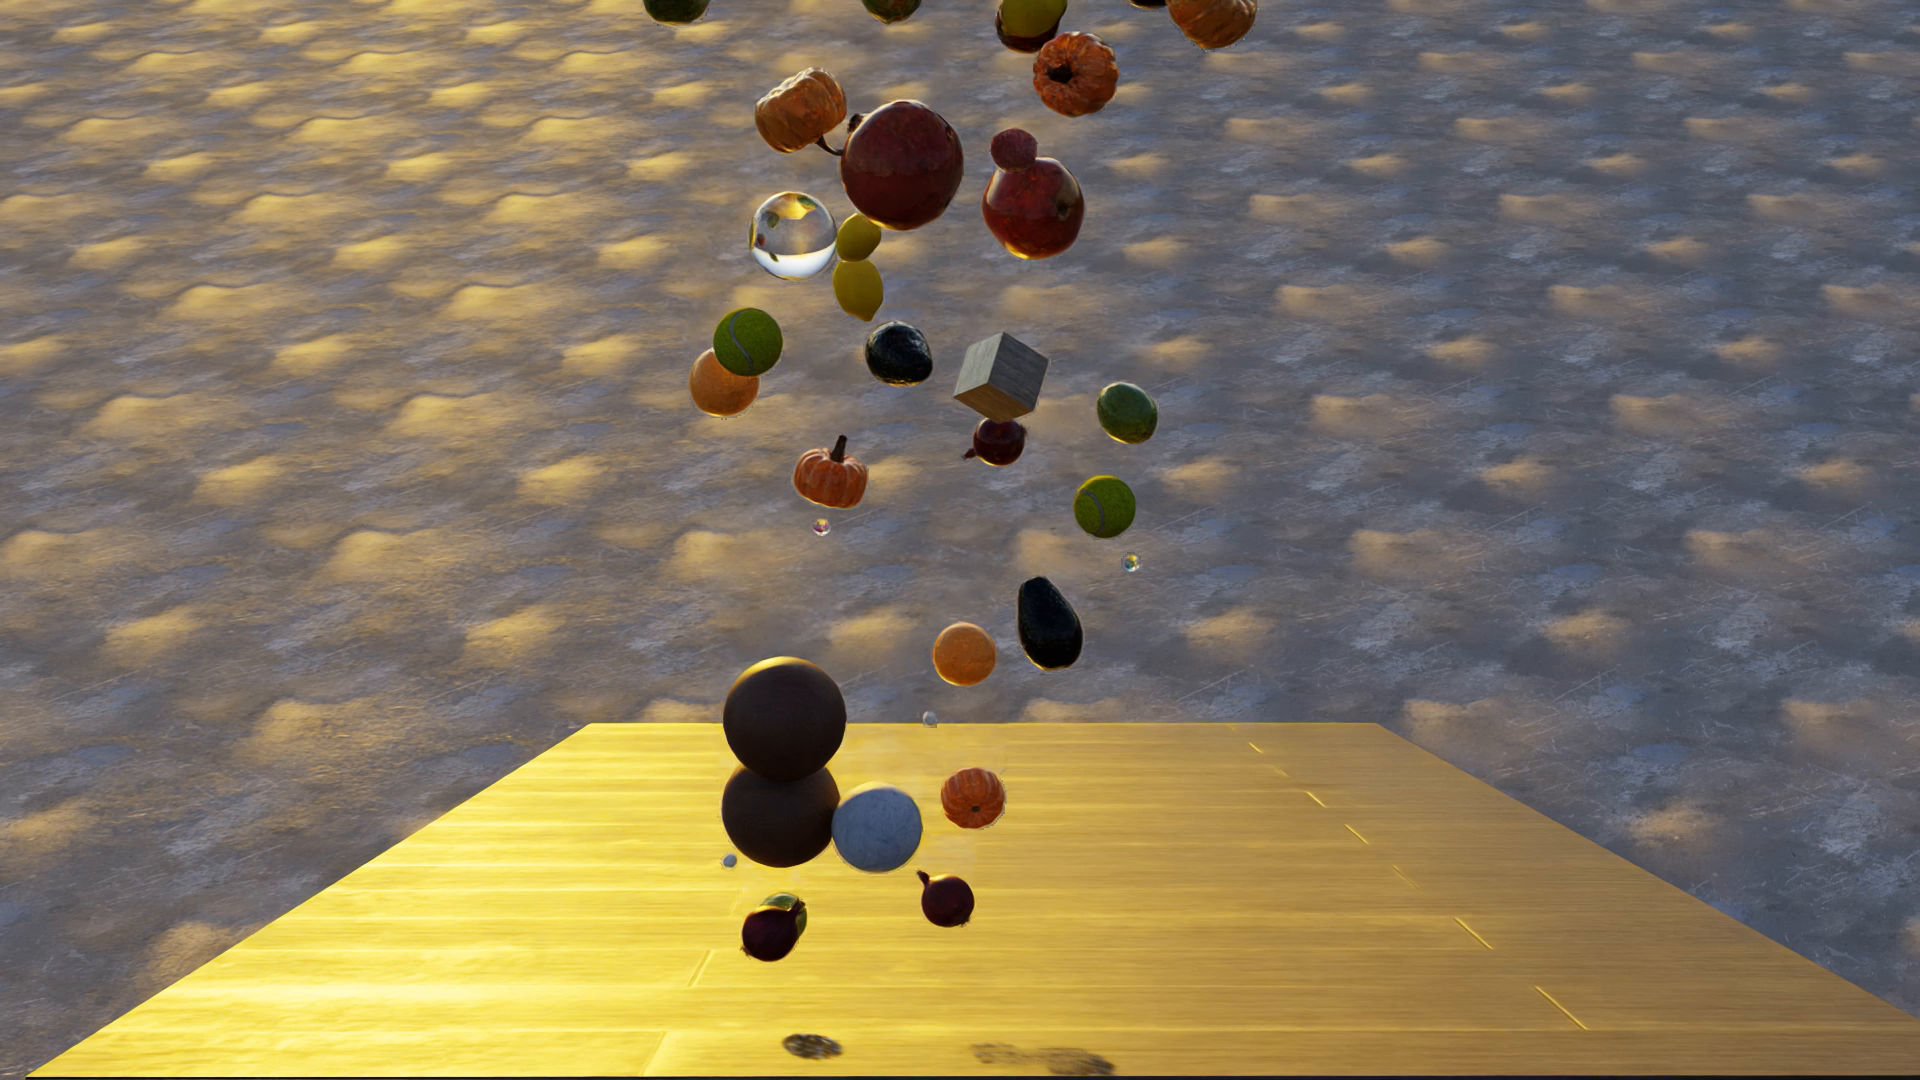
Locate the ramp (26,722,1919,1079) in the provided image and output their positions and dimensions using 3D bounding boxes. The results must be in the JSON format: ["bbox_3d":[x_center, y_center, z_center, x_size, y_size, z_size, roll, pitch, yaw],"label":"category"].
[{"bbox_3d":[0.061,0.552,4.589,2.000,0.100,4.000,0,1,0],"label":"ramp"}]

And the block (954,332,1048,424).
[{"bbox_3d":[0.044,-0.175,2.795,0.065,0.065,0.065,30,-26,-27],"label":"block"}]

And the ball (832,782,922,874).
[{"bbox_3d":[-0.088,0.304,2.732,0.096,0.096,0.096,0,27,0],"label":"ball"}]

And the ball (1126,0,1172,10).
[{"bbox_3d":[0.190,-0.561,2.573,0.066,0.066,0.066,0,27,0],"label":"ball"}]

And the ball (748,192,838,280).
[{"bbox_3d":[-0.157,-0.285,2.424,0.084,0.084,0.084,0,27,0],"label":"ball"}]
